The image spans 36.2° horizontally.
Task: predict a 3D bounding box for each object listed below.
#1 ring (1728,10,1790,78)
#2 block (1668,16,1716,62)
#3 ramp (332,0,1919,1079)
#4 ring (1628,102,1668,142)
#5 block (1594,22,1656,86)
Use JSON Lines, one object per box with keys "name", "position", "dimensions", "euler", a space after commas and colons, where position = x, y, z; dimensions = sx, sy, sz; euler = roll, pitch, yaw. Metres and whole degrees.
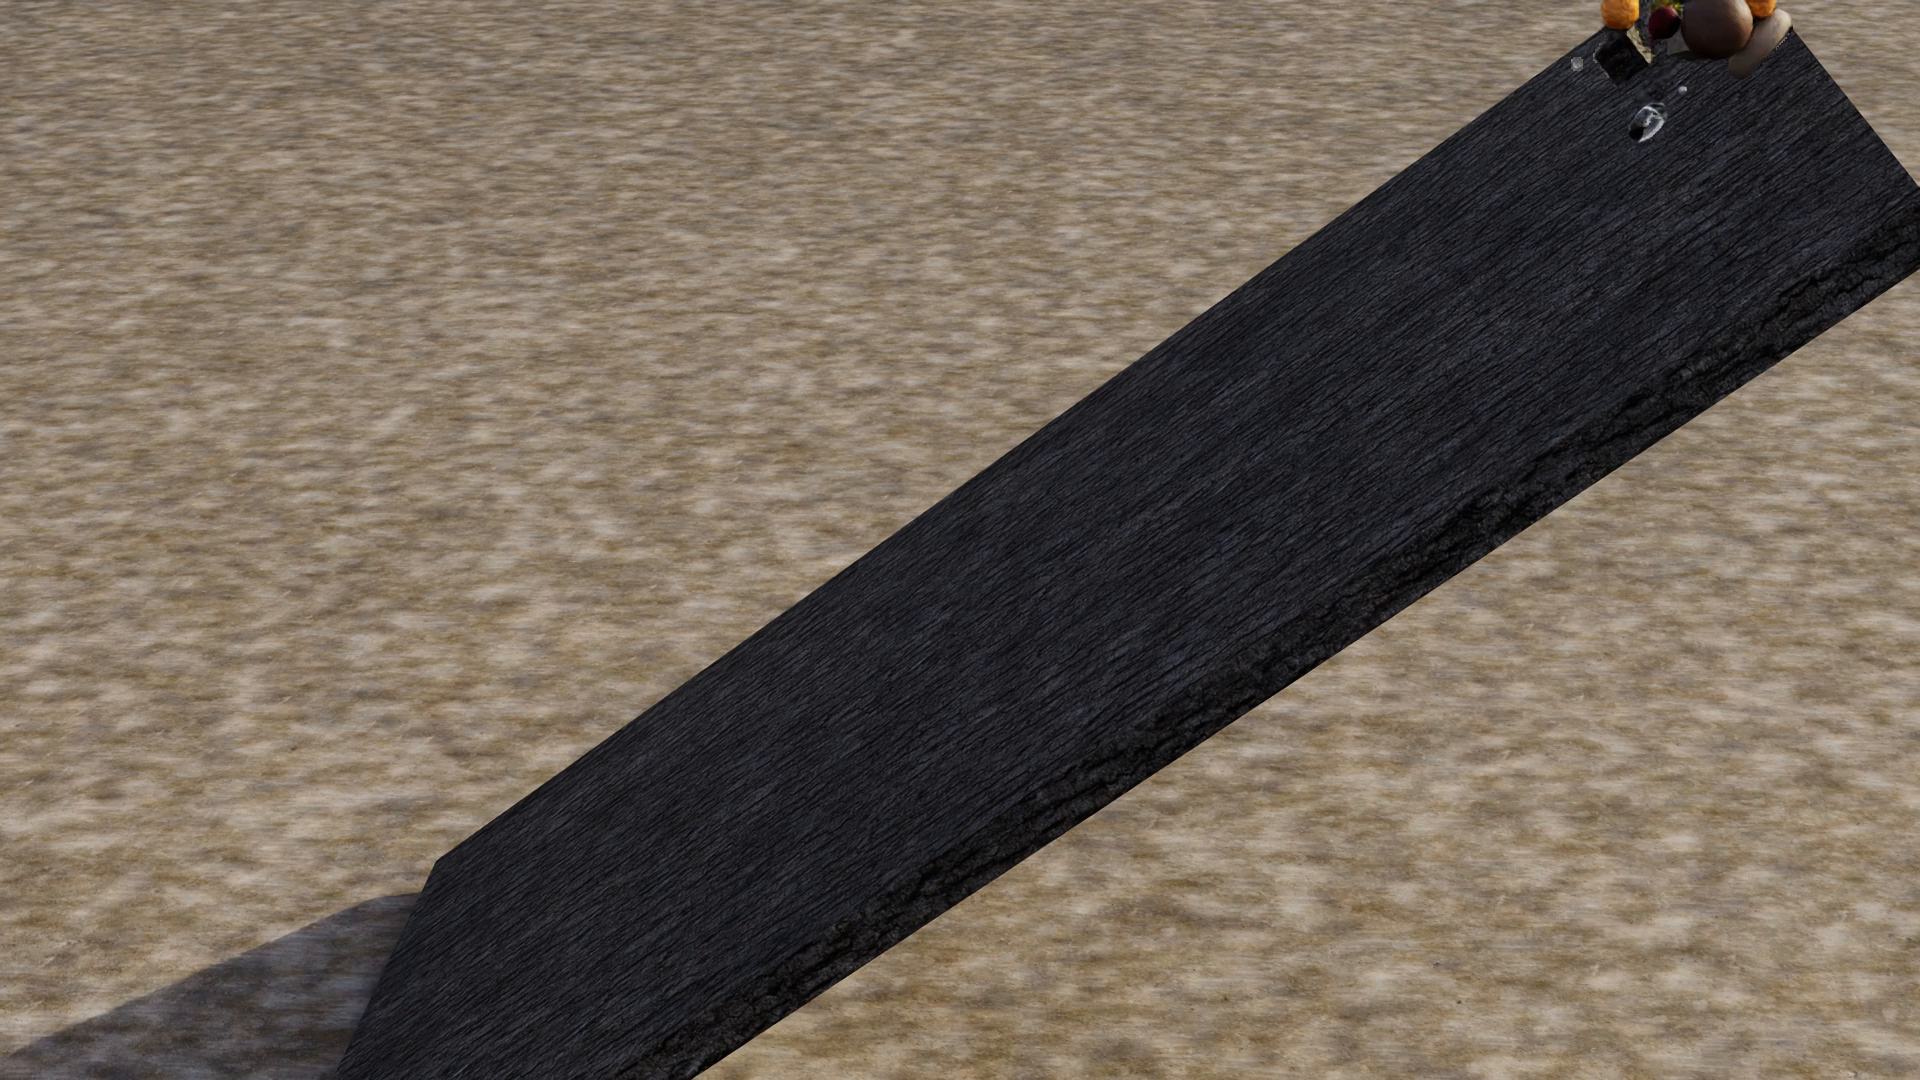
{"name": "ring", "position": [1.497, -0.929, 5.506], "dimensions": [0.049, 0.148, 0.148], "euler": [40, 32, 5]}
{"name": "block", "position": [1.411, -0.966, 5.669], "dimensions": [0.064, 0.064, 0.064], "euler": [6, -7, -33]}
{"name": "ramp", "position": [0.124, 0.183, 6.333], "dimensions": [4.000, 0.100, 2.000], "euler": [-35, 16, 17]}
{"name": "ring", "position": [1.289, -0.783, 5.511], "dimensions": [0.087, 0.087, 0.029], "euler": [-19, 56, -38]}
{"name": "block", "position": [1.271, -0.926, 5.616], "dimensions": [0.074, 0.074, 0.074], "euler": [-35, 8, 34]}
